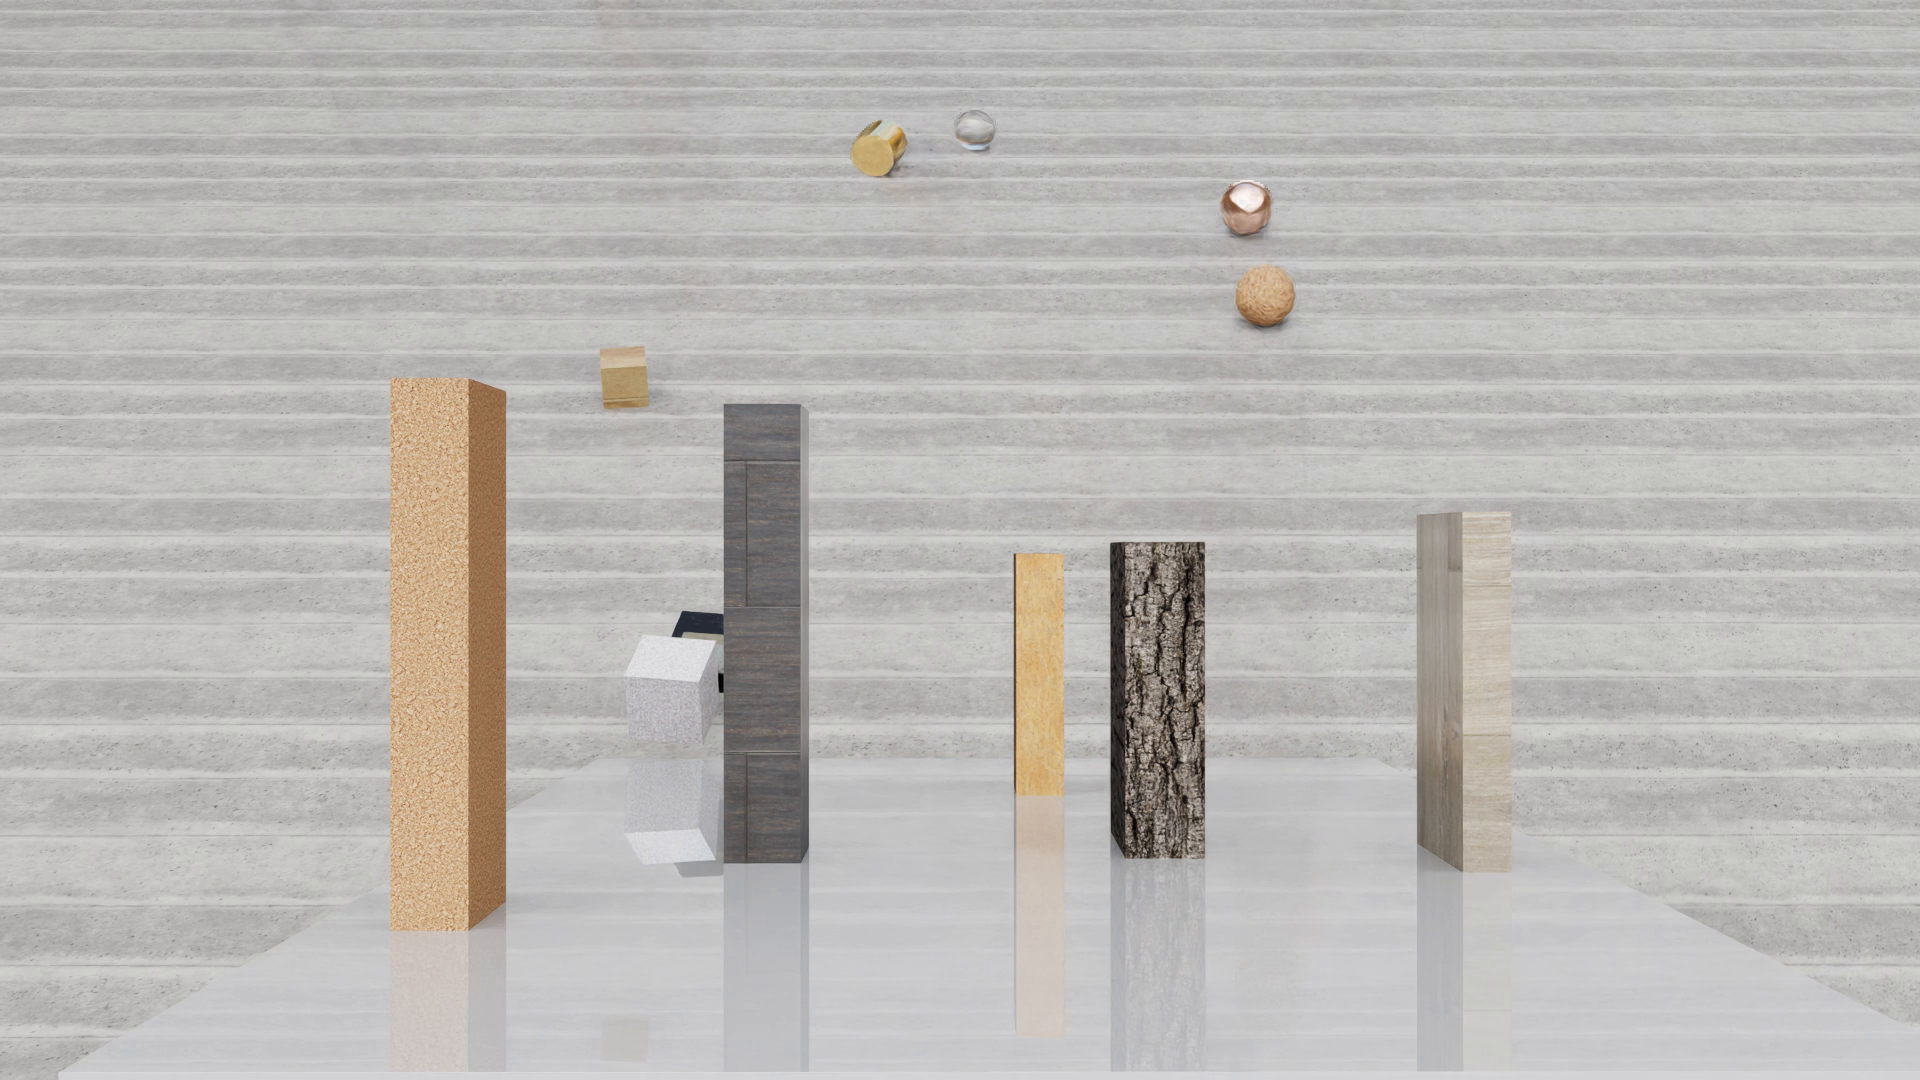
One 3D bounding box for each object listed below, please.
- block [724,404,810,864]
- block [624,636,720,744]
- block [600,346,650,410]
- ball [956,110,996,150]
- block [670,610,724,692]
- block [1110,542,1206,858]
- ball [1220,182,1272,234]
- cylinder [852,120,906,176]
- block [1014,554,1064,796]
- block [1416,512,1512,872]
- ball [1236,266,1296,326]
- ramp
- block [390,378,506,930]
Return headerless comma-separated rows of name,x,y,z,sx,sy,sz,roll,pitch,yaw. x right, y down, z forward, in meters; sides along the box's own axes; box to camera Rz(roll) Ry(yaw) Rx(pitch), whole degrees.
block,-0.340,0.161,4.570,0.132,0.789,0.251,0,0,0
block,-0.768,0.400,6.919,0.201,0.201,0.201,4,31,7
block,-1.110,-0.538,8.562,0.149,0.149,0.149,-4,31,-7
ball,0.061,-1.654,10.442,0.162,0.162,0.162,0,31,0
block,-0.701,0.307,7.120,0.156,0.156,0.156,4,31,7
block,0.358,0.280,4.734,0.139,0.552,0.447,0,0,0
ball,1.074,-1.244,9.713,0.197,0.197,0.197,0,31,0
cylinder,-0.318,-1.554,10.262,0.173,0.173,0.173,9,31,14
block,0.175,0.295,5.799,0.105,0.529,0.274,0,0,0
block,0.878,0.254,4.527,0.081,0.602,0.432,0,0,0
ball,1.065,-0.851,9.036,0.208,0.208,0.208,0,31,0
ramp,0.068,0.606,4.672,2.000,0.100,4.000,0,0,0
block,-0.751,0.162,3.815,0.110,0.782,0.306,0,0,0
